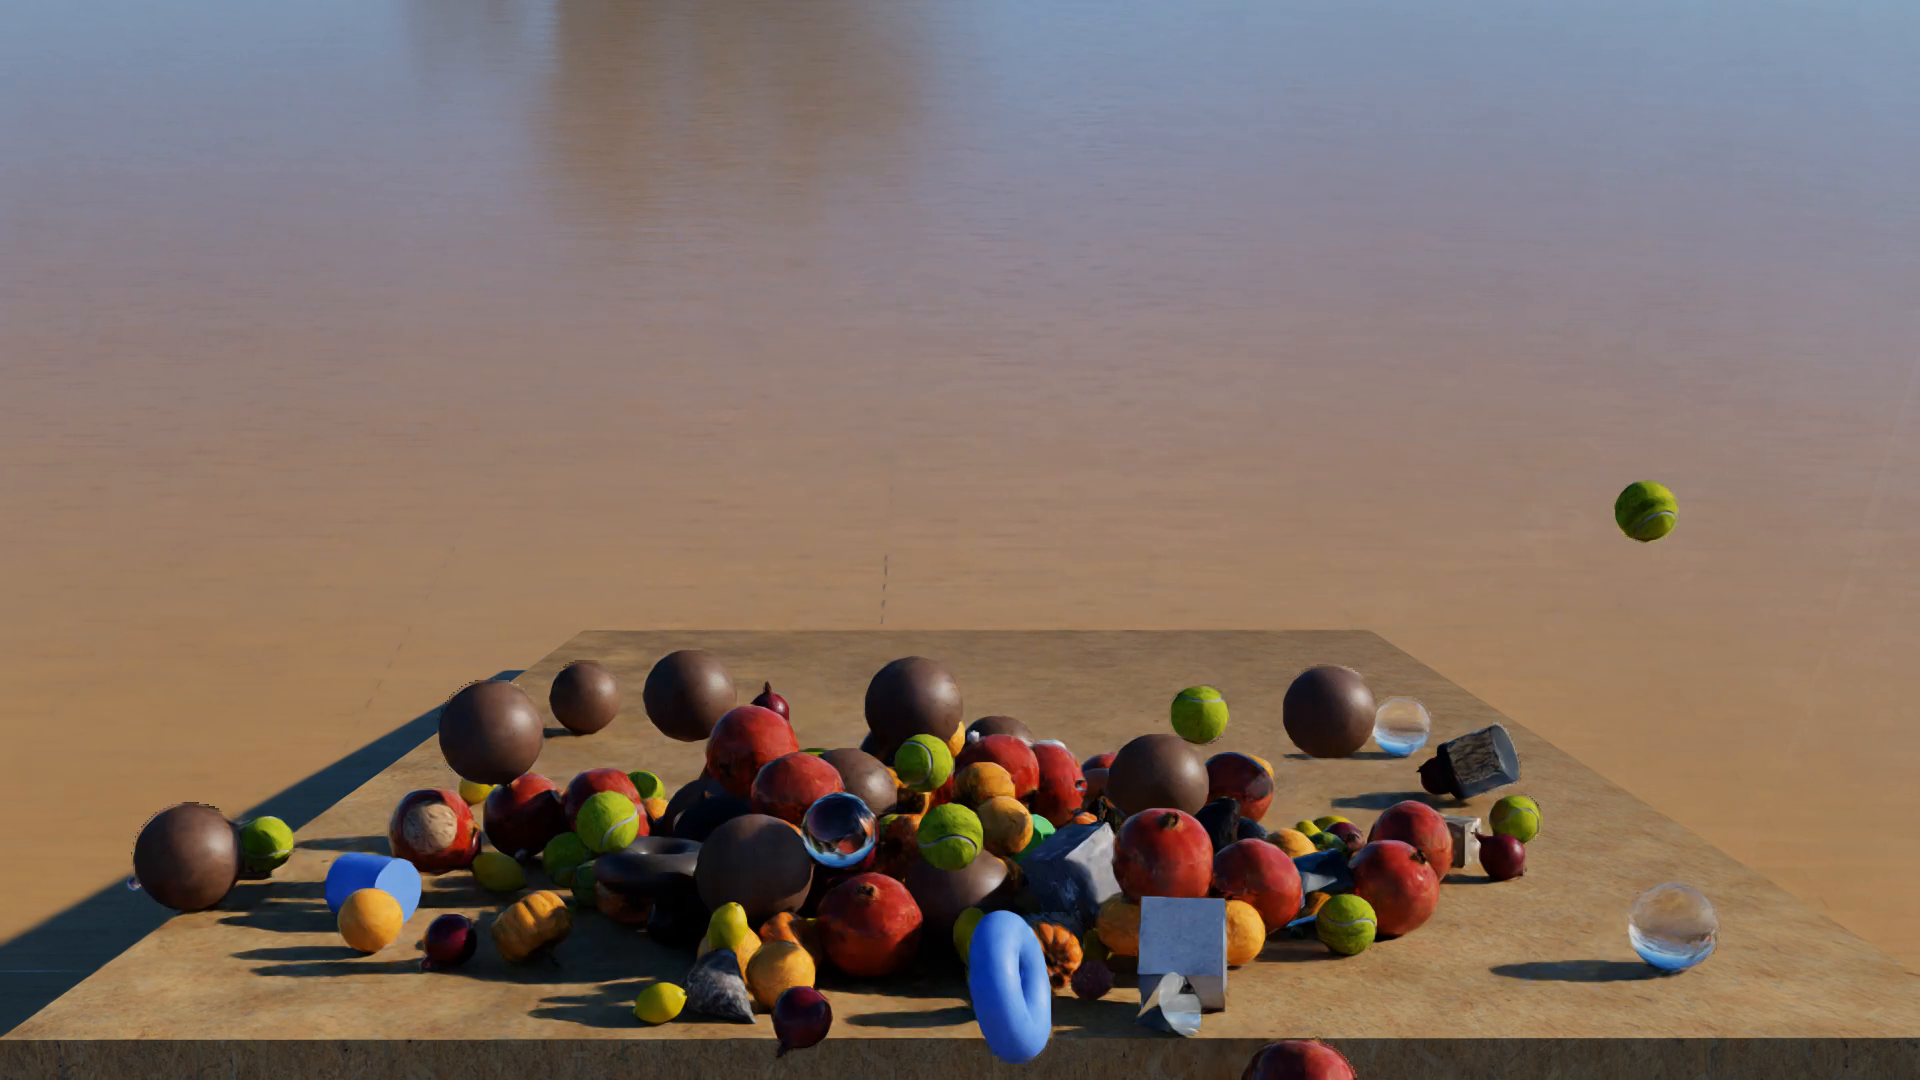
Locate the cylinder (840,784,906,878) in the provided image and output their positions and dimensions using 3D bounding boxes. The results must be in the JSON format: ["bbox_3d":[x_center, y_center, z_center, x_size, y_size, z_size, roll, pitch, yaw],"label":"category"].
[{"bbox_3d":[-0.118,0.372,3.287,0.085,0.085,0.085,2,33,6],"label":"cylinder"}]

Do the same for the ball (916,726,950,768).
[{"bbox_3d":[-0.051,0.343,4.260,0.072,0.072,0.072,0,19,0],"label":"ball"}]

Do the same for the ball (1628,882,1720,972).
[{"bbox_3d":[0.784,0.425,2.821,0.097,0.097,0.097,0,19,0],"label":"ball"}]

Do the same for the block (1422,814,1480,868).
[{"bbox_3d":[0.661,0.403,3.446,0.058,0.058,0.058,2,5,33],"label":"block"}]

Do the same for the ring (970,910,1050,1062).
[{"bbox_3d":[0.049,0.428,2.463,0.048,0.145,0.145,-13,16,16],"label":"ring"}]

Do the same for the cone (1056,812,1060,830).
[{"bbox_3d":[0.151,0.411,3.564,0.061,0.061,0.061,7,33,19],"label":"cone"}]

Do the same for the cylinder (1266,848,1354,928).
[{"bbox_3d":[0.407,0.404,2.983,0.077,0.077,0.077,-12,22,-14],"label":"cylinder"}]

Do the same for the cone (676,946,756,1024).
[{"bbox_3d":[-0.233,0.470,2.615,0.079,0.079,0.079,39,37,24],"label":"cone"}]

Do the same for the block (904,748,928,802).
[{"bbox_3d":[-0.085,0.355,3.910,0.062,0.062,0.062,4,58,6],"label":"block"}]

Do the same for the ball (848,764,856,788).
[{"bbox_3d":[-0.143,0.367,3.991,0.060,0.060,0.060,0,19,0],"label":"ball"}]

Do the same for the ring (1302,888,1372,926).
[{"bbox_3d":[0.436,0.438,3.080,0.116,0.039,0.116,0,2,0],"label":"ring"}]

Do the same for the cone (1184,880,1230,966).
[{"bbox_3d":[0.253,0.414,2.805,0.090,0.090,0.090,6,-23,3],"label":"cone"}]

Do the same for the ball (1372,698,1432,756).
[{"bbox_3d":[0.755,0.320,4.393,0.100,0.100,0.100,0,19,0],"label":"ball"}]

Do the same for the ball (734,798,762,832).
[{"bbox_3d":[-0.310,0.390,3.456,0.085,0.085,0.085,0,19,0],"label":"ball"}]

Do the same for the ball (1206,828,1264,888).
[{"bbox_3d":[0.351,0.407,3.282,0.074,0.074,0.074,0,19,0],"label":"ball"}]

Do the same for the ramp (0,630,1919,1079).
[{"bbox_3d":[0.046,0.411,4.537,2.000,0.100,4.000,0,4,0],"label":"ramp"}]

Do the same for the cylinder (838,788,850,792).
[{"bbox_3d":[-0.149,0.384,3.639,0.053,0.053,0.053,4,3,0],"label":"cylinder"}]

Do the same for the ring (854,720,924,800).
[{"bbox_3d":[-0.095,0.300,3.466,0.041,0.122,0.122,16,25,38],"label":"ring"}]

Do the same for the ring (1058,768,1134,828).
[{"bbox_3d":[0.185,0.367,3.502,0.120,0.120,0.040,22,-10,46],"label":"ring"}]

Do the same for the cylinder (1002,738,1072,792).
[{"bbox_3d":[0.121,0.355,4.038,0.077,0.077,0.077,17,14,40],"label":"cylinder"}]

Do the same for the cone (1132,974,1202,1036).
[{"bbox_3d":[0.197,0.476,2.575,0.065,0.065,0.065,-30,-1,36],"label":"cone"}]

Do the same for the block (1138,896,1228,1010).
[{"bbox_3d":[0.230,0.426,2.641,0.086,0.086,0.086,1,57,8],"label":"block"}]

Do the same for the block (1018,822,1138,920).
[{"bbox_3d":[0.132,0.371,2.865,0.078,0.078,0.078,-34,12,-37],"label":"block"}]

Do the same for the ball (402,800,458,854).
[{"bbox_3d":[-0.652,0.353,3.159,0.067,0.067,0.067,0,19,0],"label":"ball"}]

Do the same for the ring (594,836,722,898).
[{"bbox_3d":[-0.348,0.377,2.961,0.148,0.049,0.148,2,5,0],"label":"ring"}]

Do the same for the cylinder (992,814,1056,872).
[{"bbox_3d":[0.079,0.368,3.114,0.065,0.065,0.065,6,1,17],"label":"cylinder"}]

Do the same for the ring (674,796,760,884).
[{"bbox_3d":[-0.289,0.358,3.056,0.108,0.108,0.036,3,-19,9],"label":"ring"}]

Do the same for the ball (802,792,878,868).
[{"bbox_3d":[-0.132,0.317,2.805,0.083,0.083,0.083,0,19,0],"label":"ball"}]

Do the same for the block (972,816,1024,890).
[{"bbox_3d":[0.052,0.391,3.205,0.058,0.058,0.058,25,7,-14],"label":"block"}]

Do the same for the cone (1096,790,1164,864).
[{"bbox_3d":[0.181,0.337,3.032,0.093,0.093,0.093,-19,-13,-5],"label":"cone"}]

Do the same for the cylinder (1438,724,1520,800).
[{"bbox_3d":[0.791,0.340,3.917,0.091,0.091,0.091,-24,8,27],"label":"cylinder"}]

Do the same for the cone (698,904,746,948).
[{"bbox_3d":[-0.279,0.432,2.953,0.054,0.054,0.054,-6,19,-15],"label":"cone"}]

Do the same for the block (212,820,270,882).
[{"bbox_3d":[-0.940,0.406,3.355,0.066,0.066,0.066,-2,4,-22],"label":"block"}]

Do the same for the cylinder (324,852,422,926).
[{"bbox_3d":[-0.703,0.418,3.076,0.080,0.080,0.080,2,18,32],"label":"cylinder"}]

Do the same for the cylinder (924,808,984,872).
[{"bbox_3d":[0.001,0.390,3.344,0.070,0.070,0.070,-12,13,-30],"label":"cylinder"}]
